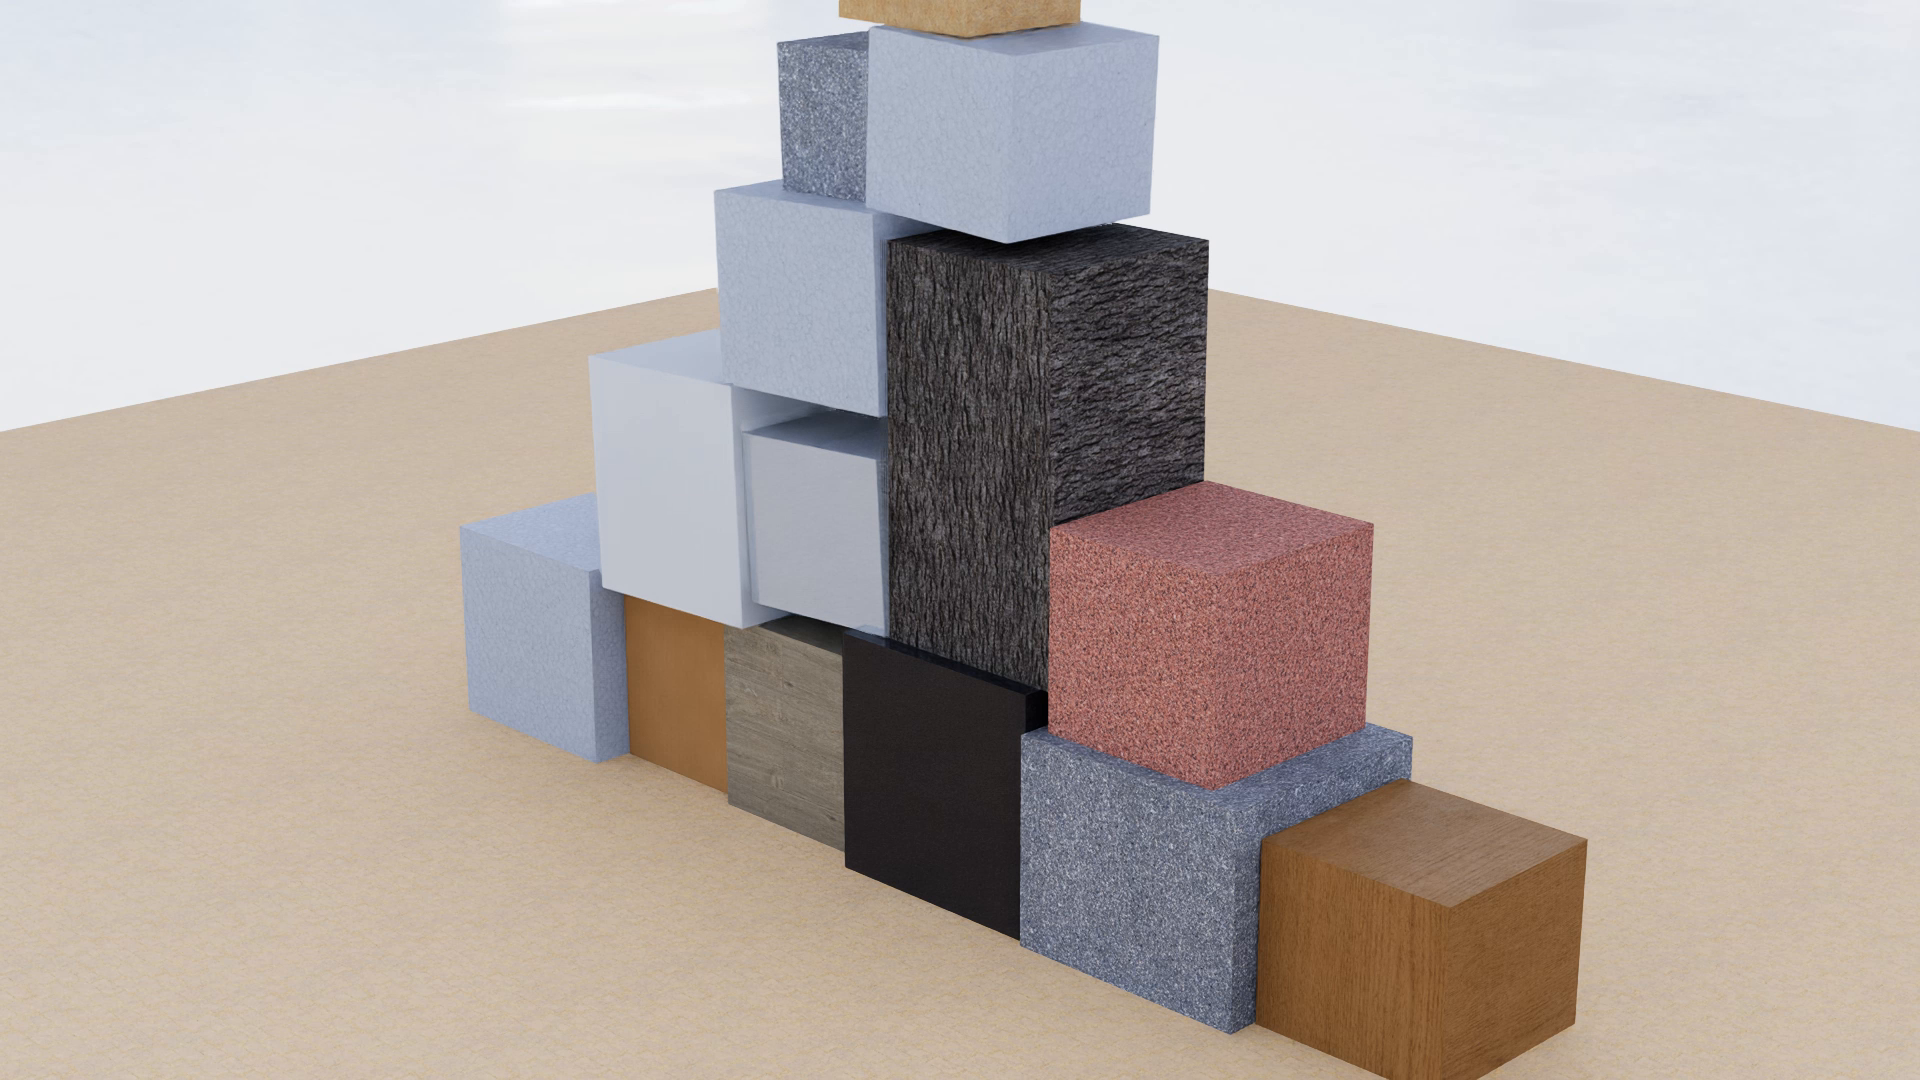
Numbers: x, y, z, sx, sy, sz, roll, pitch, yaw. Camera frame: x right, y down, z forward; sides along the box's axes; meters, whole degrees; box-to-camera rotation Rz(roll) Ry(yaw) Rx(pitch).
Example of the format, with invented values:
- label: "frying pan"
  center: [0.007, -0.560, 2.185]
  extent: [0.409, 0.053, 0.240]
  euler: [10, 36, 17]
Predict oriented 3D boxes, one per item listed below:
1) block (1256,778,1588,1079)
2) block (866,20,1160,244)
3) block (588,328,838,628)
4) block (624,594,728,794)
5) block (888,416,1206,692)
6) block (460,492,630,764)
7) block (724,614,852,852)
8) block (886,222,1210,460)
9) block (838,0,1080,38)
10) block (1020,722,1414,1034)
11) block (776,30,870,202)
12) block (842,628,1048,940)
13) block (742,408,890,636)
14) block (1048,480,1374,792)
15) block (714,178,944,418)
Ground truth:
- label: "block"
  center: [1.868, 1.594, 11.906]
  extent: [0.929, 0.820, 0.925]
  euler: [-17, 24, -42]
- label: "block"
  center: [0.219, -1.791, 12.549]
  extent: [0.888, 0.775, 0.853]
  euler: [-17, 27, -42]
- label: "block"
  center: [-1.026, -0.349, 14.297]
  extent: [1.076, 1.165, 1.050]
  euler: [-17, 22, -42]
- label: "block"
  center: [-1.107, 0.647, 14.725]
  extent: [0.764, 0.936, 0.847]
  euler: [-17, 24, -42]
- label: "block"
  center: [0.378, -0.049, 12.948]
  extent: [0.998, 1.033, 0.961]
  euler: [17, 24, 42]
- label: "block"
  center: [-1.818, 0.409, 15.346]
  extent: [1.115, 1.018, 1.077]
  euler: [-17, 24, -42]
- label: "block"
  center: [-0.465, 0.821, 14.107]
  extent: [0.926, 0.975, 0.948]
  euler: [-17, 24, -42]
- label: "block"
  center: [0.377, -0.912, 12.669]
  extent: [0.970, 0.780, 0.987]
  euler: [17, 24, 42]
- label: "block"
  center: [0.000, -2.641, 12.511]
  extent: [0.694, 0.835, 0.781]
  euler: [-17, 25, -42]
- label: "block"
  center: [1.090, 1.298, 12.579]
  extent: [1.160, 0.981, 1.188]
  euler: [-17, 24, -42]
- label: "block"
  center: [-0.336, -1.901, 13.097]
  extent: [0.669, 0.661, 0.656]
  euler: [-17, 22, -42]
- label: "block"
  center: [0.285, 0.961, 13.372]
  extent: [1.163, 1.148, 1.144]
  euler: [-17, 24, -42]
- label: "block"
  center: [-0.336, -0.132, 13.629]
  extent: [0.949, 0.814, 0.901]
  euler: [-17, 21, -42]
- label: "block"
  center: [1.052, 0.376, 12.355]
  extent: [1.001, 0.913, 0.915]
  euler: [-17, 24, -42]
- label: "block"
  center: [-0.354, -1.170, 13.365]
  extent: [1.071, 0.892, 1.045]
  euler: [-17, 22, -42]
